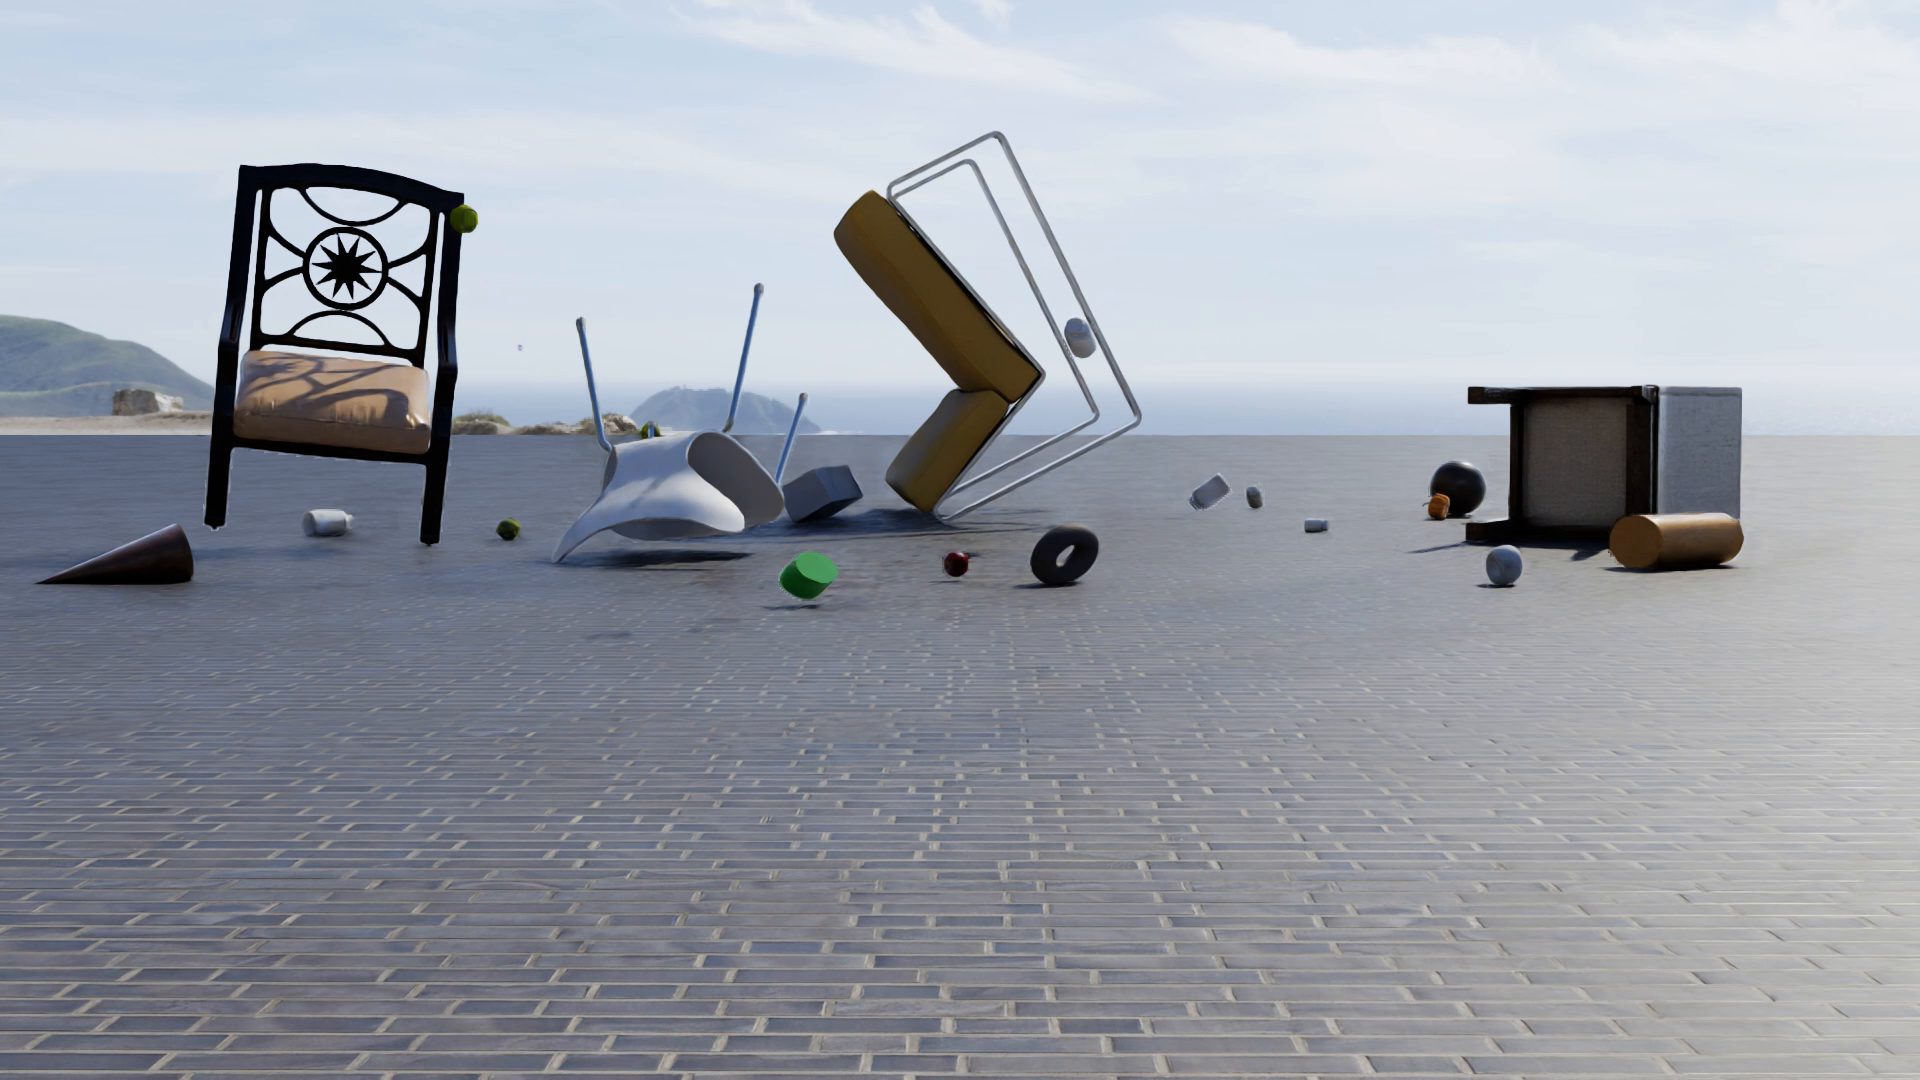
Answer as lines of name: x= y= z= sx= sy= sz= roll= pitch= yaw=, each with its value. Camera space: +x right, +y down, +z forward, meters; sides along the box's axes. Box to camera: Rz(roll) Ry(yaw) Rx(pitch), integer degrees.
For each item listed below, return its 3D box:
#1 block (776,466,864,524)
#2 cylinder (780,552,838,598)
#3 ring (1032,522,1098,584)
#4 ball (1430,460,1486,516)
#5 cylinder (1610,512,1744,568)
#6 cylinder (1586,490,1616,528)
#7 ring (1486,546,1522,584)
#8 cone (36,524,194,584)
block: x=-0.473 y=-0.157 z=7.487 sx=0.152 sy=0.126 sz=0.340 roll=-30 pitch=-5 yaw=16
cylinder: x=-0.314 y=0.073 z=4.564 sx=0.096 sy=0.070 sz=0.073 roll=15 pitch=-36 yaw=-26
ring: x=0.243 y=0.032 z=5.082 sx=0.184 sy=0.155 sz=0.055 roll=-12 pitch=36 yaw=-33
ball: x=1.771 y=-0.186 z=7.821 sx=0.197 sy=0.197 sz=0.197 roll=0 pitch=4 yaw=0
cylinder: x=1.816 y=0.000 z=5.573 sx=0.290 sy=0.133 sz=0.173 roll=-2 pitch=1 yaw=-30
cylinder: x=2.072 y=-0.100 z=7.106 sx=0.081 sy=0.095 sz=0.044 roll=29 pitch=-16 yaw=-19
ring: x=1.247 y=0.057 z=5.042 sx=0.057 sy=0.101 sz=0.083 roll=-16 pitch=49 yaw=-18
cone: x=-1.989 y=0.064 z=5.142 sx=0.337 sy=0.132 sz=0.260 roll=-15 pitch=9 yaw=-27
